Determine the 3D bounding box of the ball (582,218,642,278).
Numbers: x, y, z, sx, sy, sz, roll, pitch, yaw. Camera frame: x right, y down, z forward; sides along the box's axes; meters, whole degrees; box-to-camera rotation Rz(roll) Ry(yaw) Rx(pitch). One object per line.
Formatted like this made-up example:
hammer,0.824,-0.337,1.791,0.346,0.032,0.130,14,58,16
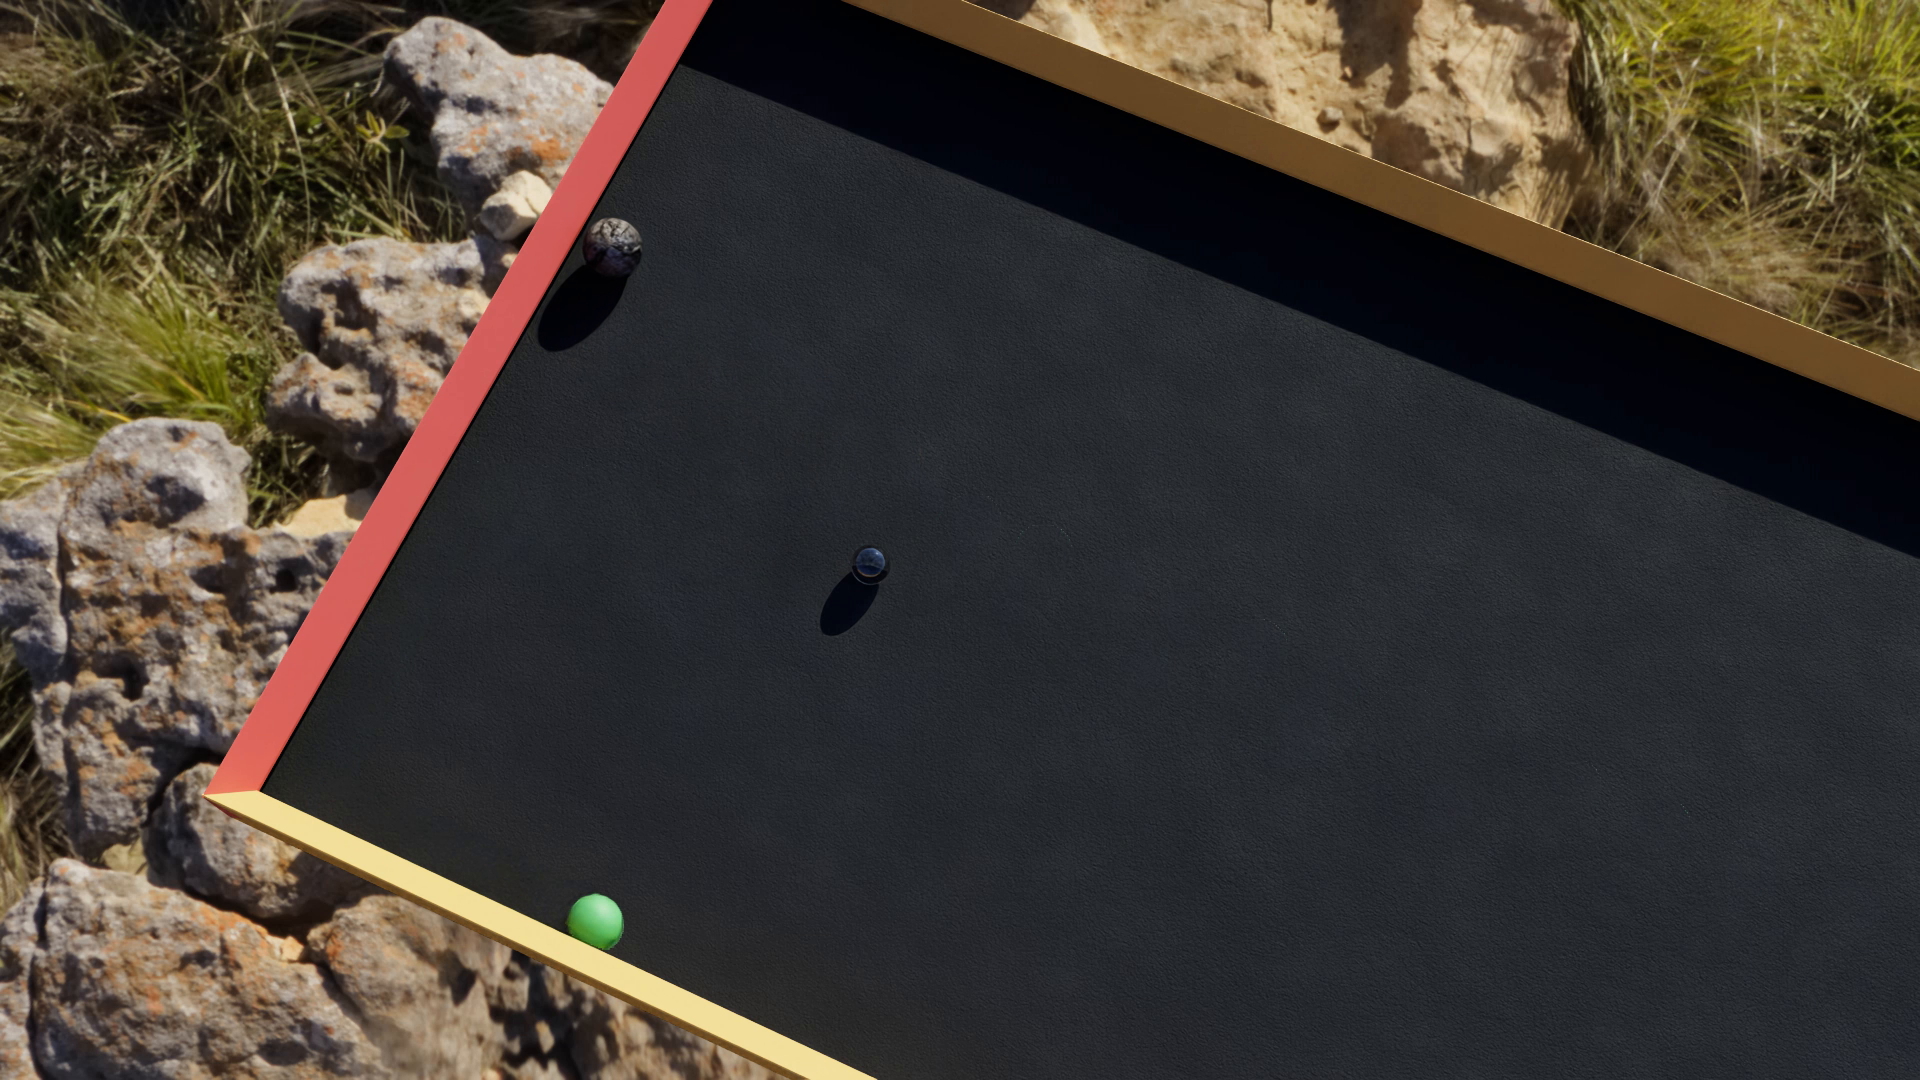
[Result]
ball,-0.569,-0.478,3.601,0.098,0.098,0.098,0,70,0

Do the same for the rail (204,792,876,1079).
rail,0.417,1.019,3.039,3.322,0.127,0.045,23,72,8

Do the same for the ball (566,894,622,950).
ball,-0.537,0.562,3.231,0.082,0.082,0.082,0,70,0

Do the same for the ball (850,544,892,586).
ball,-0.139,0.038,3.431,0.064,0.064,0.064,0,70,0

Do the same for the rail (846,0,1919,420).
rail,1.097,-0.392,3.553,3.322,0.127,0.045,23,72,8

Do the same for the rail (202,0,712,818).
rail,-0.735,-0.321,3.527,0.045,0.127,1.696,23,72,8
